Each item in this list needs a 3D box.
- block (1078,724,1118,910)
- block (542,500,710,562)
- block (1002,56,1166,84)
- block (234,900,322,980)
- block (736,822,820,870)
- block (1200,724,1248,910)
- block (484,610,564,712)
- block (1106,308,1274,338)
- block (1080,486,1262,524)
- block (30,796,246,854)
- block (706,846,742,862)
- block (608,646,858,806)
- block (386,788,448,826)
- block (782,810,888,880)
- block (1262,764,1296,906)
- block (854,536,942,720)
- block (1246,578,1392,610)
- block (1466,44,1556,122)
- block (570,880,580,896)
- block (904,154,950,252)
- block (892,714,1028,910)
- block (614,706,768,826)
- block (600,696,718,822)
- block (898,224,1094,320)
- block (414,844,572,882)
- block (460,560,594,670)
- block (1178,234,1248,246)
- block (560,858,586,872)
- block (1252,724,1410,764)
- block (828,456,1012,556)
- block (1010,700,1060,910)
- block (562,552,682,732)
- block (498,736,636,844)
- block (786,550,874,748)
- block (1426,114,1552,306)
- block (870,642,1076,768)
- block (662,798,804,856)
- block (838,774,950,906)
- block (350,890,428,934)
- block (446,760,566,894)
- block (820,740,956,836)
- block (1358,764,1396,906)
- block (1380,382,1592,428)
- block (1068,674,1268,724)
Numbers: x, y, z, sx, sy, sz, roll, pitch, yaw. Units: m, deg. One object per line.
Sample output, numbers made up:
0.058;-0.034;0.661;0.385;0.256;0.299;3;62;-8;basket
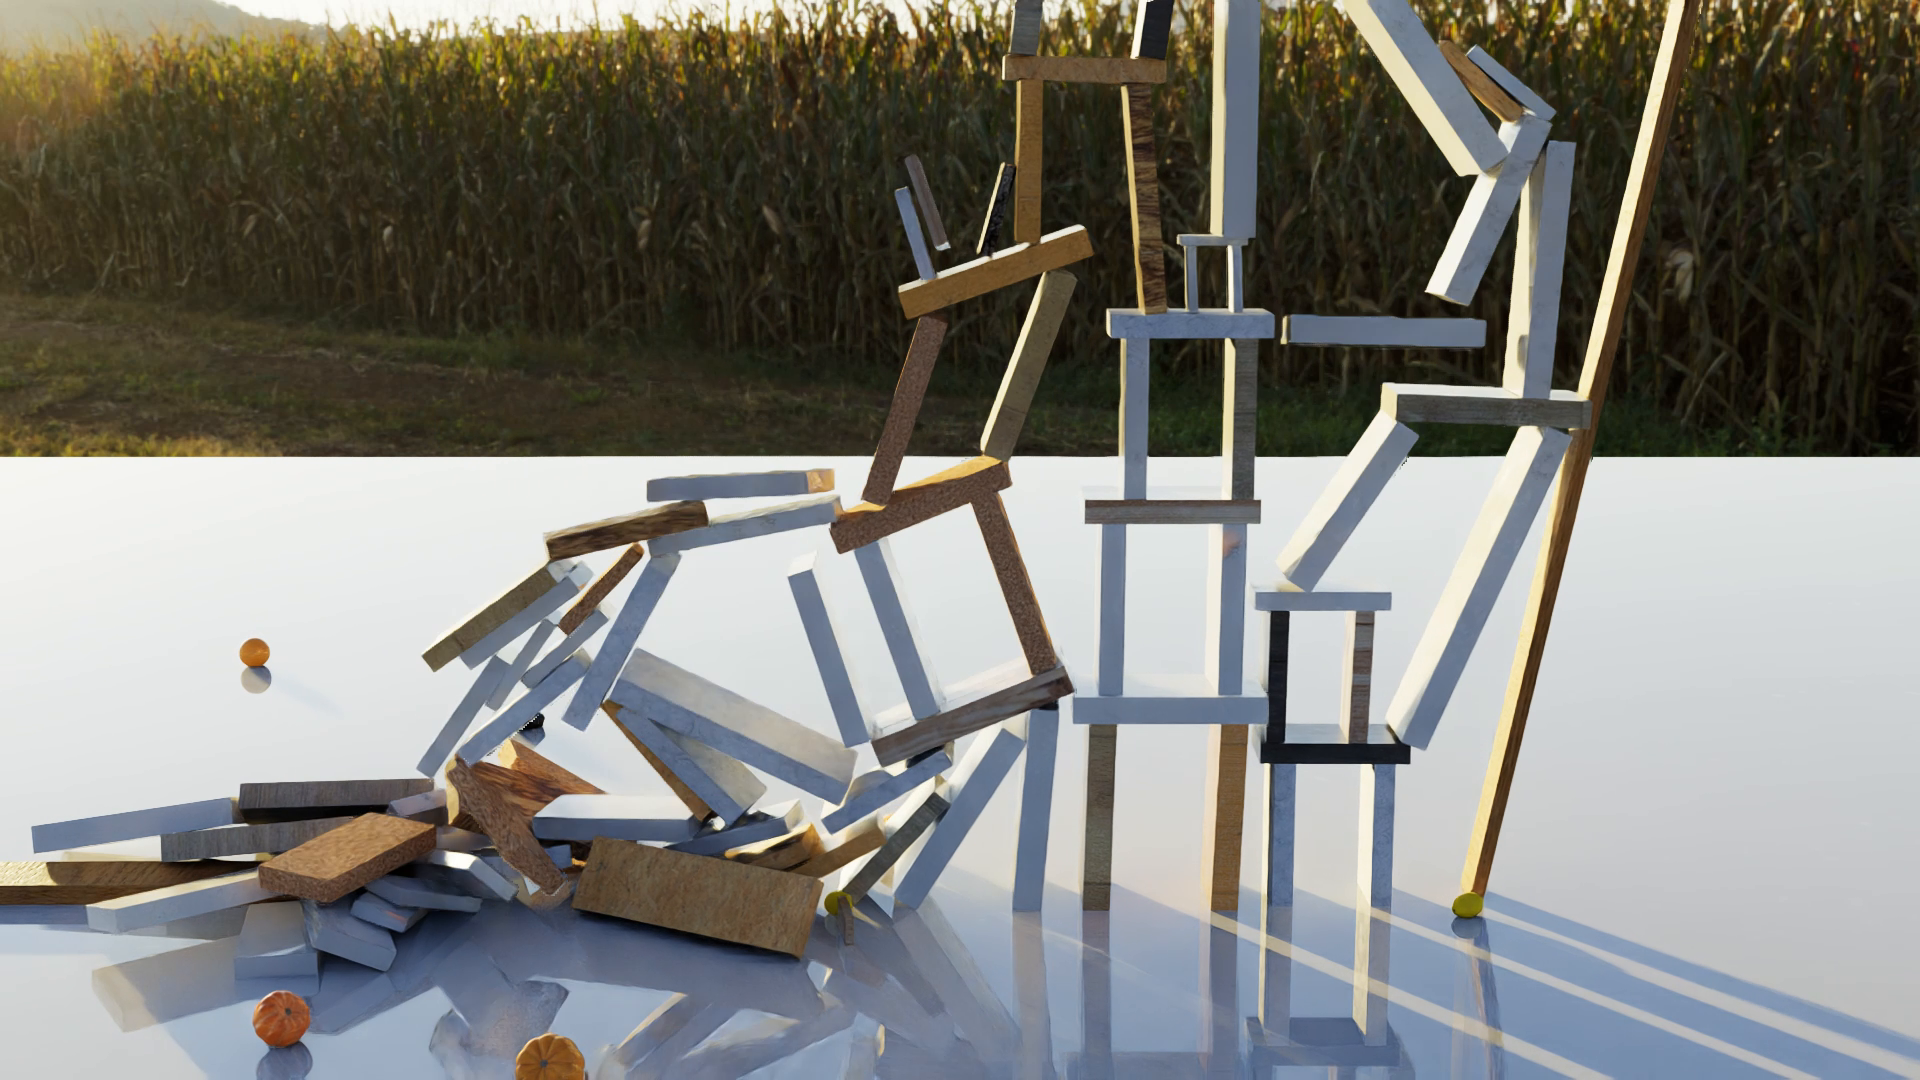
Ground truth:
0.226;0.436;3.637;0.044;0.313;0.157;1;11;0;block
-0.537;-0.017;3.521;0.255;0.036;0.127;-14;8;-12;block
0.192;-0.731;3.421;0.248;0.035;0.124;1;10;0;block
-1.054;0.619;3.420;0.120;0.034;0.240;-2;11;-12;block
-0.343;0.536;3.640;0.215;0.030;0.108;-23;7;10;block
0.436;0.436;3.637;0.044;0.313;0.157;2;11;0;block
-0.711;0.194;3.589;0.025;0.175;0.088;35;7;-8;block
0.363;-0.344;3.494;0.255;0.036;0.127;0;11;0;block
0.337;-0.057;3.552;0.279;0.040;0.140;0;11;0;block
-1.417;0.495;3.825;0.330;0.047;0.165;-8;-6;-6;block
-0.477;0.547;3.644;0.215;0.030;0.108;-16;8;7;block
-0.369;0.307;3.629;0.413;0.042;0.149;26;16;-5;block
-0.893;0.489;3.855;0.262;0.131;0.037;-11;48;-46;block
-0.233;0.525;3.634;0.235;0.033;0.117;-28;9;0;block
0.528;0.471;3.645;0.034;0.243;0.121;0;11;0;block
-0.100;0.133;3.587;0.042;0.297;0.149;-19;10;4;block
0.582;0.088;3.570;0.218;0.031;0.109;0;11;1;block
0.851;-0.704;3.413;0.161;0.023;0.081;40;9;1;block
-0.602;0.562;3.669;0.095;0.014;0.048;-26;6;9;block
-0.051;-0.530;3.460;0.021;0.147;0.073;-19;1;4;block
-0.001;0.438;3.642;0.048;0.336;0.168;32;9;-6;block
-0.443;0.352;3.642;0.262;0.037;0.131;43;16;2;block
-0.477;0.355;3.690;0.262;0.037;0.131;47;16;13;block
0.054;-0.425;3.475;0.307;0.043;0.153;-19;10;2;block
-0.777;0.537;3.652;0.261;0.037;0.131;-10;-4;43;block
-0.703;0.121;3.571;0.227;0.032;0.113;-35;10;9;block
0.399;-0.474;3.473;0.105;0.015;0.053;0;11;0;block
-0.648;0.560;3.793;0.095;0.014;0.048;2;11;9;block
0.608;0.335;3.618;0.243;0.034;0.122;0;11;1;block
-0.063;-0.064;3.551;0.297;0.042;0.149;-22;10;4;block
0.123;0.423;3.641;0.048;0.336;0.168;5;10;-1;block
-0.551;0.159;3.594;0.042;0.298;0.149;29;11;-5;block
-0.695;0.449;3.925;0.266;0.038;0.133;34;-1;-20;block
-0.210;0.177;3.590;0.042;0.298;0.149;-17;10;3;block
0.827;-0.517;3.450;0.043;0.301;0.150;23;9;-2;block
0.020;0.269;3.611;0.336;0.048;0.168;-22;10;4;block
-0.373;0.482;3.635;0.215;0.030;0.108;-15;6;12;block
-0.109;0.494;3.648;0.033;0.235;0.117;42;8;-7;block
-0.900;0.581;3.486;0.087;0.025;0.174;20;0;-1;block
-0.724;0.457;3.500;0.035;0.122;0.244;-44;44;-6;block
-0.118;0.398;3.632;0.235;0.033;0.117;-31;10;8;block
0.690;0.471;3.646;0.034;0.243;0.122;0;11;0;block
0.836;-0.215;3.509;0.303;0.043;0.152;2;10;2;block
0.338;0.260;3.604;0.313;0.044;0.157;0;11;0;block
